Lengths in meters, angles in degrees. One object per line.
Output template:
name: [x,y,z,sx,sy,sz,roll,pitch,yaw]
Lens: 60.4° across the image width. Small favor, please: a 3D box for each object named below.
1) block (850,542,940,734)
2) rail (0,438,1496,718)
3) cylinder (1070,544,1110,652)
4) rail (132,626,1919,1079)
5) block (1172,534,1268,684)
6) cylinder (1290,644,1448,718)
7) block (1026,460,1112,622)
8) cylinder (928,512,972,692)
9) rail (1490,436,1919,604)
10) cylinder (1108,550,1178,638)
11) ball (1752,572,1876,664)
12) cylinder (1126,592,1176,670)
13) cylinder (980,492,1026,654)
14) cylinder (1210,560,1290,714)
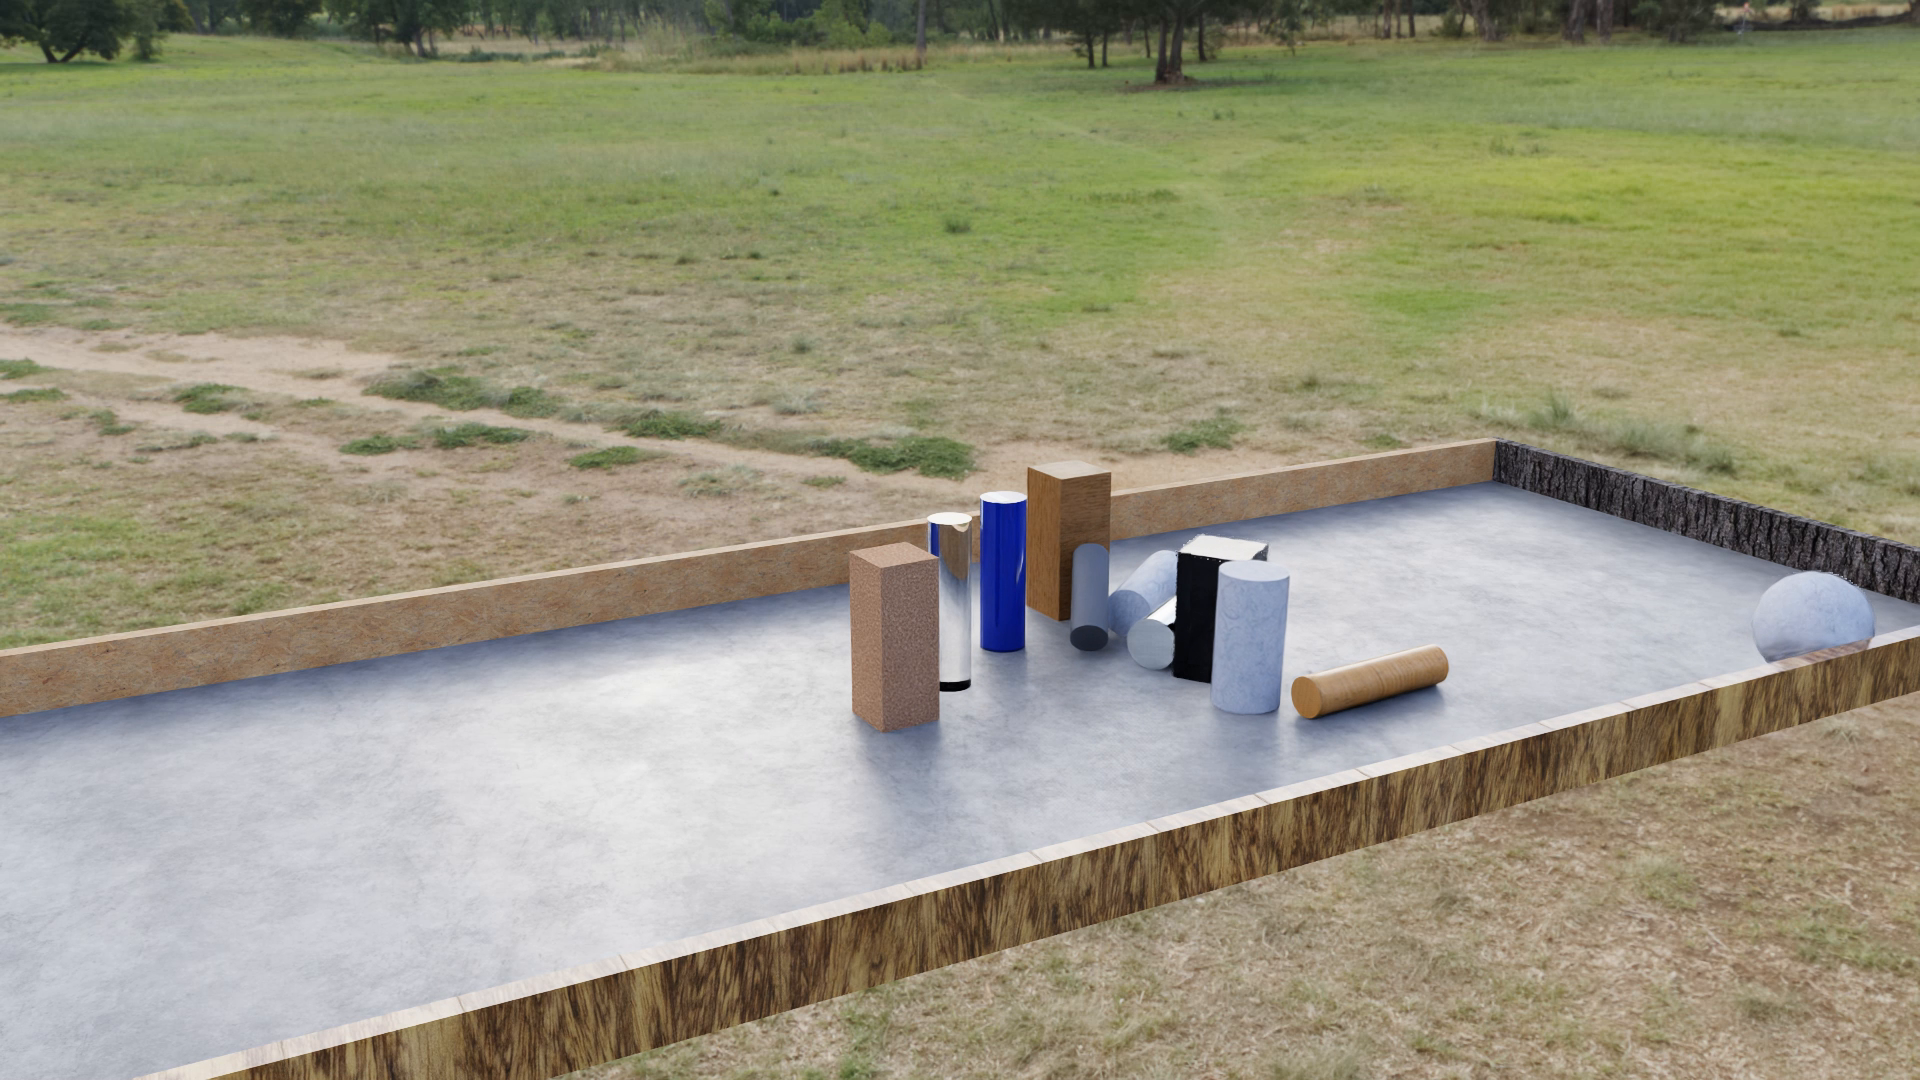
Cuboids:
block: [-0.153,0.226,3.872,0.153,0.402,0.153,-10,19,-30]
rail: [-3.305,0.497,3.399,12.000,0.150,0.050,-9,18,-27]
cylinder: [0.349,0.151,4.430,0.101,0.101,0.309,1,44,5]
rail: [-2.336,1.006,1.665,12.000,0.150,0.050,-9,18,-27]
block: [0.658,0.178,4.164,0.175,0.330,0.175,9,18,27]
cylinder: [1.001,0.341,4.016,0.429,0.101,0.101,-10,19,-30]
block: [0.303,-0.001,4.636,0.168,0.408,0.168,-9,19,-29]
cylinder: [-0.025,0.154,4.067,0.108,0.431,0.108,0,16,0]
rail: [2.466,-0.048,5.253,0.050,0.150,2.100,-9,18,-27]
cylinder: [0.525,0.147,4.615,0.136,0.136,0.395,7,18,21]
ball: [2.133,0.218,4.126,0.276,0.276,0.276,0,16,0]
cylinder: [0.579,0.219,4.368,0.137,0.137,0.380,9,18,27]
cylinder: [0.113,0.085,4.341,0.122,0.409,0.122,0,16,0]
cylinder: [0.697,0.232,3.967,0.169,0.334,0.169,1,16,0]
